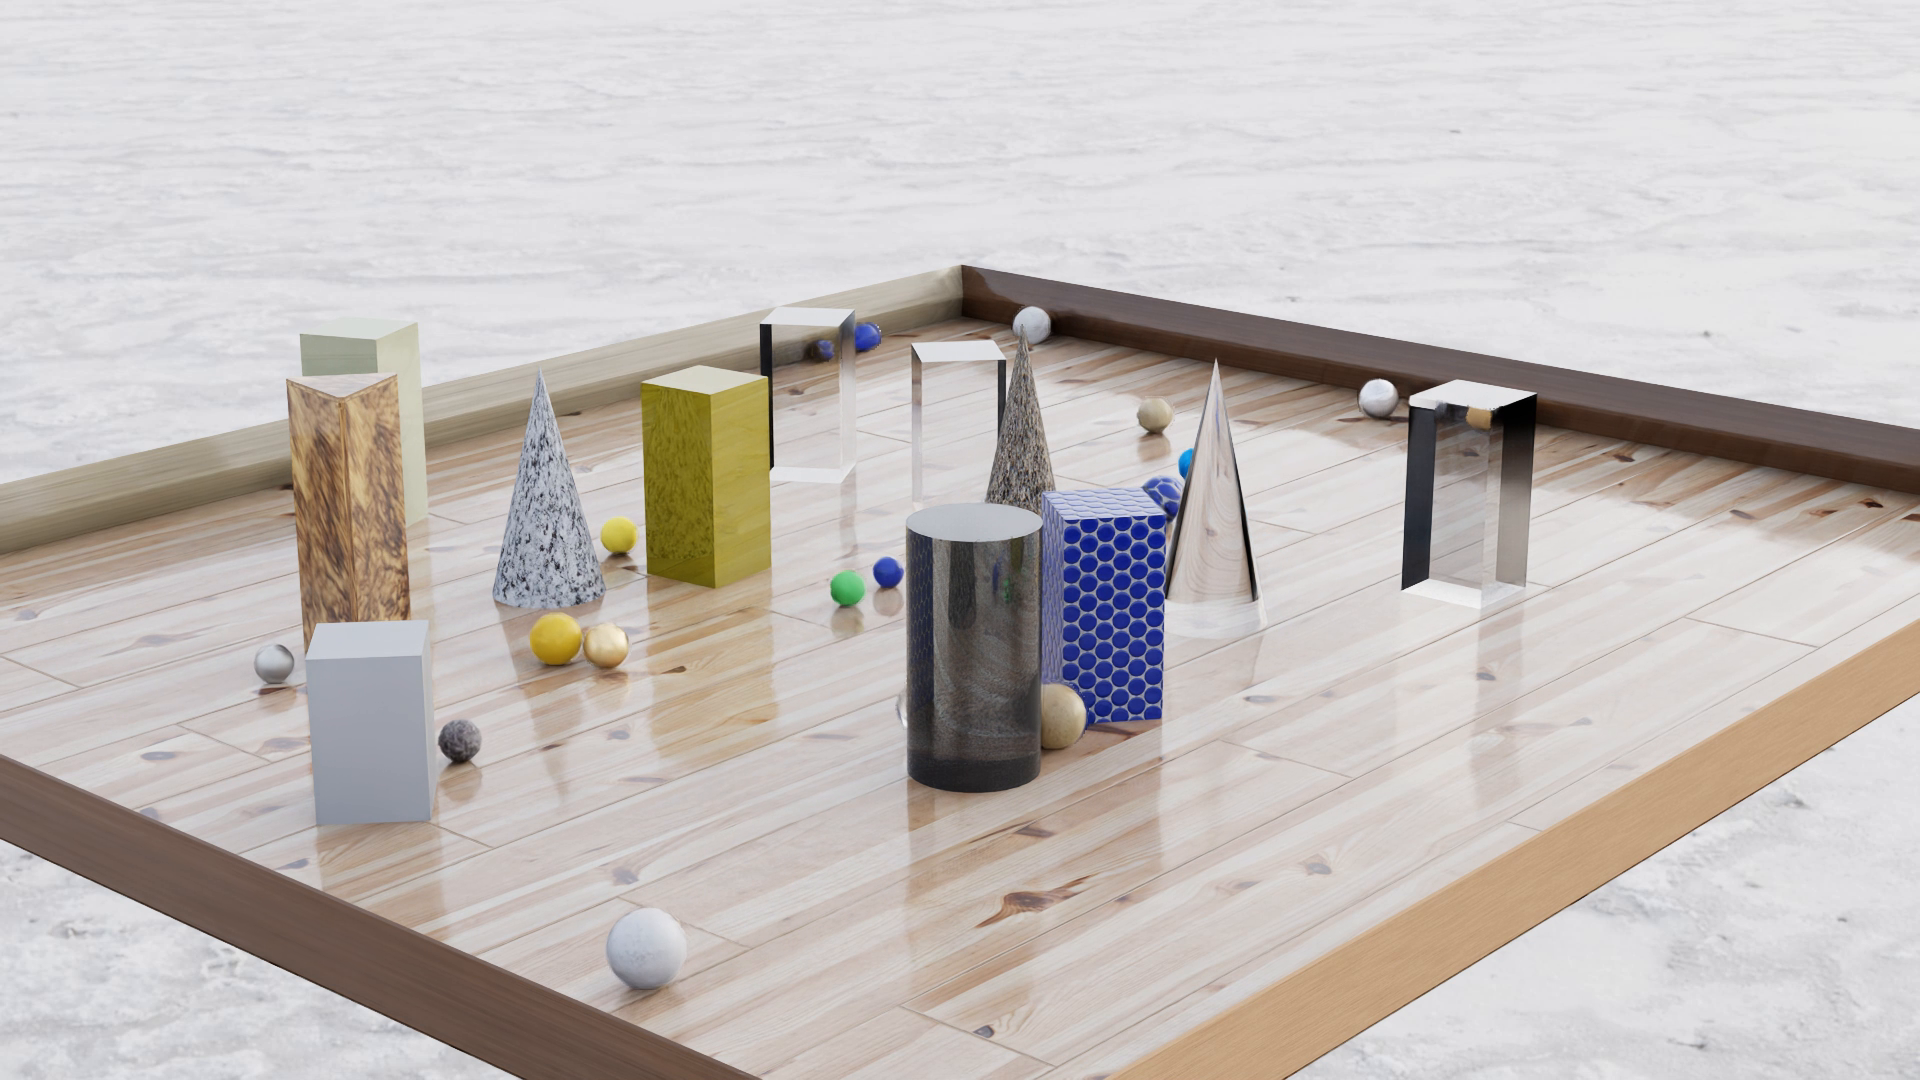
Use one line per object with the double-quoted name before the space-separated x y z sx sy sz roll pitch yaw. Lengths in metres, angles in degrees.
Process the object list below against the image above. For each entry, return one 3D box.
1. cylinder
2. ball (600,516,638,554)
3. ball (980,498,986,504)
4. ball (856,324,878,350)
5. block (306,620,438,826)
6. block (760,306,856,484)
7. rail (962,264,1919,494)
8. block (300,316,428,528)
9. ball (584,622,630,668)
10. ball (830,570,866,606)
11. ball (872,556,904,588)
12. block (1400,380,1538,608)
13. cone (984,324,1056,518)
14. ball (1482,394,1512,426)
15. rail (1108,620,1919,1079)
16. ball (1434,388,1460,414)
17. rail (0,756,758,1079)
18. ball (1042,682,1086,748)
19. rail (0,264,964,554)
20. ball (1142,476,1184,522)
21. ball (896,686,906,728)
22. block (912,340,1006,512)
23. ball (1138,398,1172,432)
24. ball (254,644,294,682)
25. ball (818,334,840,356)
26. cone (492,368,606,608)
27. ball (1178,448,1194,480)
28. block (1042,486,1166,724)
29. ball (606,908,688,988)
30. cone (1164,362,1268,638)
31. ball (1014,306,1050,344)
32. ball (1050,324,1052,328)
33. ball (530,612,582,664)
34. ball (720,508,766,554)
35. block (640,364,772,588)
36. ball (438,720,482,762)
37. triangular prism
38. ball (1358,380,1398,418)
"cylinder" 0.020 0.156 4.280 0.198 0.380 0.198 0 17 0
"ball" -0.625 -0.009 5.366 0.068 0.068 0.068 0 17 0
"ball" 0.070 -0.044 5.449 0.086 0.086 0.086 0 17 0
"ball" -0.225 -0.480 6.937 0.064 0.064 0.064 0 17 0
"block" -0.835 0.258 4.171 0.159 0.246 0.159 -2 17 -6
"block" -0.302 -0.291 5.868 0.159 0.319 0.159 3 17 9
"rail" 1.108 -0.336 6.342 2.969 0.129 0.045 14 22 39
"block" -1.117 -0.214 5.507 0.159 0.379 0.159 5 18 17
"ball" -0.574 0.171 4.756 0.075 0.075 0.075 0 17 0
"ball" -0.195 0.084 5.069 0.062 0.062 0.062 0 17 0
"ball" -0.126 0.055 5.173 0.056 0.056 0.056 0 17 0
"block" 0.887 -0.082 5.114 0.159 0.353 0.159 13 21 38
"cone" 0.106 -0.131 5.033 0.198 0.494 0.198 0 17 0
"ball" 1.148 -0.278 6.264 0.065 0.065 0.065 0 17 0
"rail" 1.103 0.309 4.203 0.045 0.129 3.428 14 22 39
"ball" 1.055 -0.301 6.353 0.058 0.058 0.058 0 17 0
"rail" -1.108 0.400 3.898 2.969 0.129 0.045 14 22 39
"ball" 0.141 0.264 4.406 0.099 0.099 0.099 0 17 0
"rail" -1.103 -0.244 6.037 0.045 0.129 3.428 14 22 39
"ball" 0.383 -0.077 5.551 0.092 0.092 0.092 0 17 0
"ball" -0.048 0.254 4.445 0.096 0.096 0.096 0 17 0
"block" -0.003 -0.206 5.587 0.159 0.317 0.159 -2 17 -8
"ball" 0.412 -0.264 6.201 0.075 0.075 0.075 0 17 0
"ball" -1.098 0.197 4.691 0.063 0.063 0.063 0 17 0
"ball" -0.307 -0.458 6.887 0.050 0.050 0.050 0 17 0
"cone" -0.722 -0.106 5.098 0.198 0.408 0.198 0 17 0
"ball" 0.468 -0.148 5.821 0.071 0.071 0.071 0 17 0
"block" 0.220 0.101 4.549 0.159 0.329 0.159 -3 17 -10
"ball" -0.386 0.503 3.612 0.099 0.099 0.099 0 17 0
"cone" 0.425 -0.083 4.935 0.198 0.459 0.198 0 17 0
"ball" 0.172 -0.512 6.998 0.090 0.090 0.090 0 17 0
"ball" 0.195 -0.515 7.075 0.051 0.051 0.051 0 17 0
"ball" -0.658 0.160 4.775 0.085 0.085 0.085 0 17 0
"ball" -0.396 -0.017 5.367 0.083 0.083 0.083 0 17 0
"block" -0.451 -0.114 5.223 0.159 0.353 0.159 11 20 33
"ball" -0.742 0.298 4.355 0.063 0.063 0.063 0 17 0
"triangular prism" -0.969 -0.034 4.763 0.149 0.464 0.172 -14 22 -39
"ball" 0.901 -0.304 6.313 0.086 0.086 0.086 0 17 0
